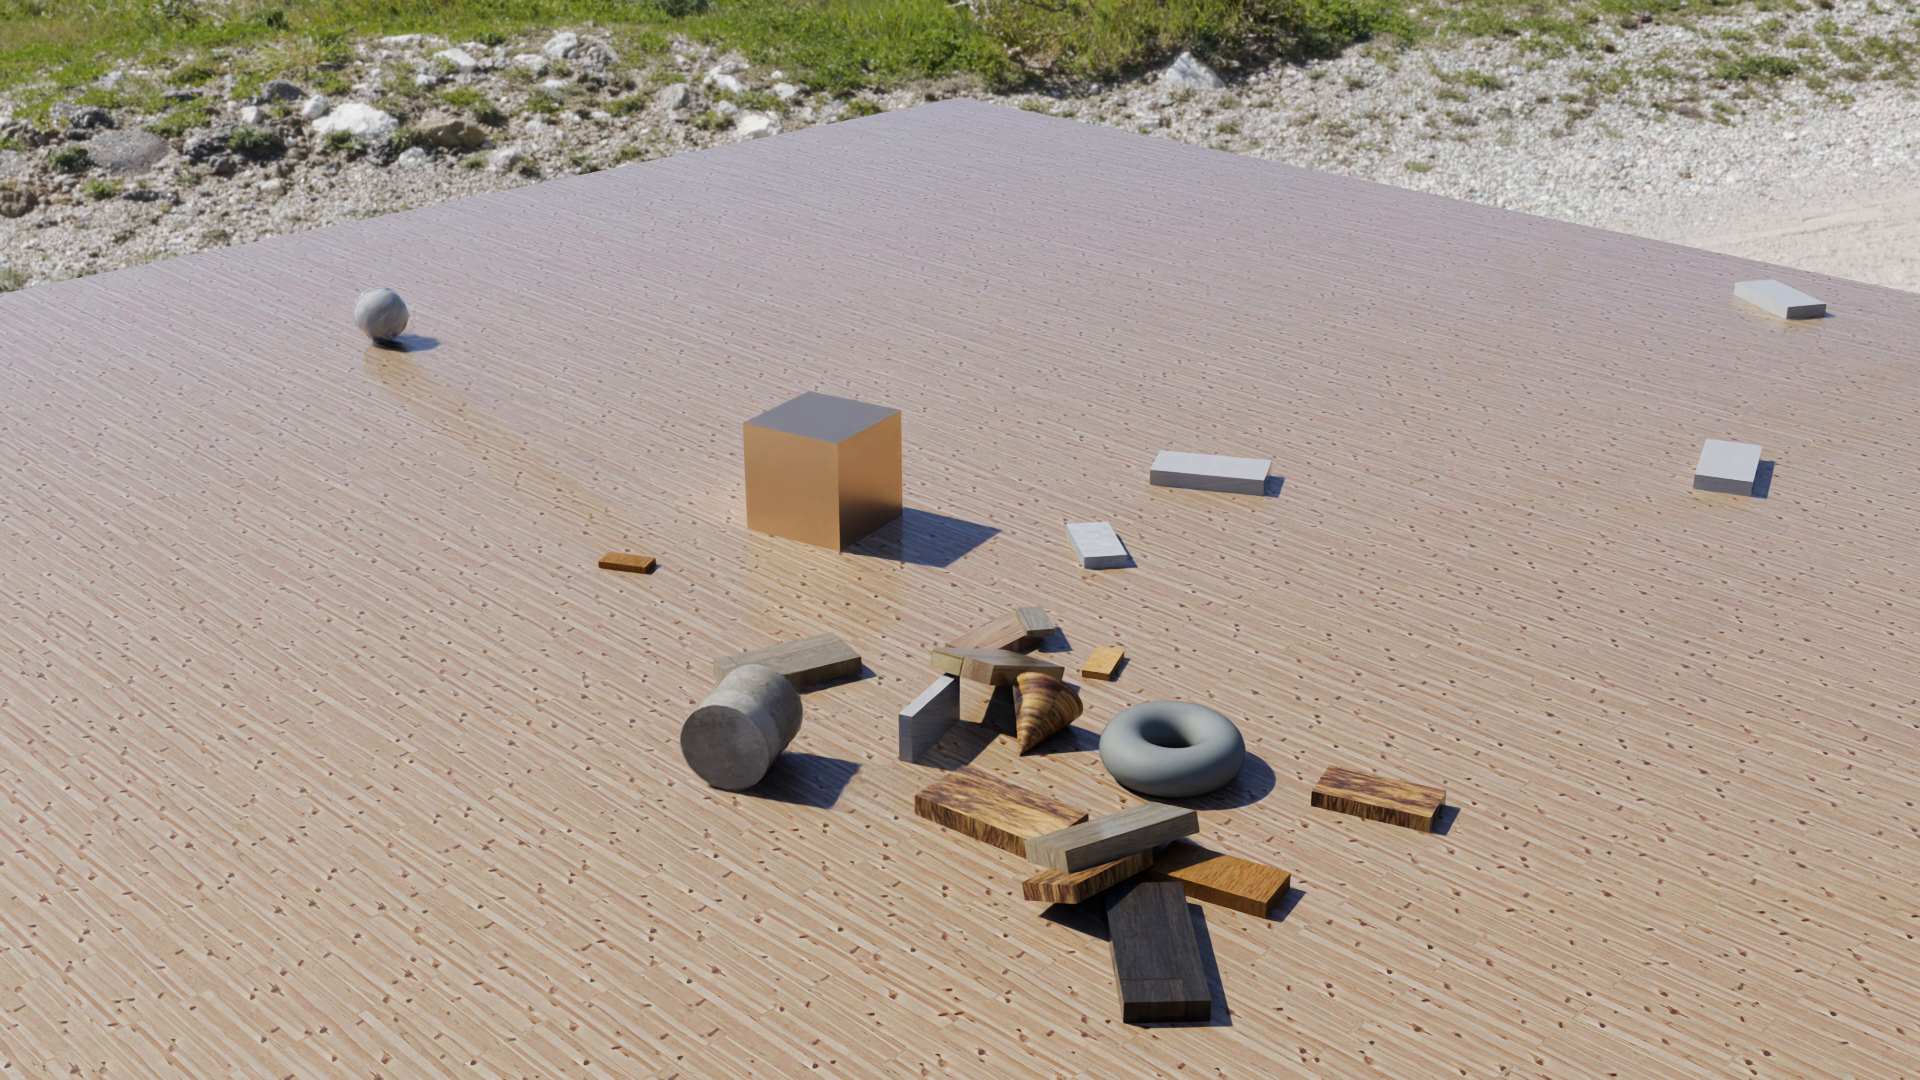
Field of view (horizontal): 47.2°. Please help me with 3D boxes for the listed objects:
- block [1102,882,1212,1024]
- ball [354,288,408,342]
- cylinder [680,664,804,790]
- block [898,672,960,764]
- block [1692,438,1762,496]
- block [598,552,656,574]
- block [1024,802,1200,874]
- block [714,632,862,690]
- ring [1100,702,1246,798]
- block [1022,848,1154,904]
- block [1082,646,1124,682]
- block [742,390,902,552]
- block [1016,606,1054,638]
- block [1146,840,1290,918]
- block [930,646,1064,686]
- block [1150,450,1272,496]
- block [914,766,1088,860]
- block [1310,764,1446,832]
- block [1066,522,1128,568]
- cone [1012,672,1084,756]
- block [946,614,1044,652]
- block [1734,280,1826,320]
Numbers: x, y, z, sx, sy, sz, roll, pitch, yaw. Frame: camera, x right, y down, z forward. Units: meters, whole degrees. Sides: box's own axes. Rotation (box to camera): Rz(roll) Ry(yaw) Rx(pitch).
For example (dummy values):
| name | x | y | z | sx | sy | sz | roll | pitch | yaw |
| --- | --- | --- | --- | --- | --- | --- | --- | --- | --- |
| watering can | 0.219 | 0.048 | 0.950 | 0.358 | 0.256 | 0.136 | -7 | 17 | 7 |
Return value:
| name | x | y | z | sx | sy | sz | roll | pitch | yaw |
| --- | --- | --- | --- | --- | --- | --- | --- | --- | --- |
| block | 0.349 | 0.738 | 3.966 | 0.151 | 0.043 | 0.384 | -1 | 23 | -2 |
| ball | -1.918 | -0.746 | 7.296 | 0.173 | 0.173 | 0.173 | 0 | 23 | 0 |
| cylinder | -0.453 | 0.390 | 4.592 | 0.195 | 0.195 | 0.195 | 7 | 24 | 16 |
| block | -0.065 | 0.380 | 4.723 | 0.032 | 0.112 | 0.223 | 11 | 25 | 24 |
| block | 2.162 | -0.205 | 6.189 | 0.154 | 0.044 | 0.308 | 9 | 25 | 21 |
| block | -0.848 | 0.058 | 5.601 | 0.130 | 0.018 | 0.065 | 7 | 24 | 16 |
| block | 0.293 | 0.572 | 4.241 | 0.302 | 0.043 | 0.151 | -13 | 7 | -28 |
| block | -0.394 | 0.289 | 5.025 | 0.302 | 0.043 | 0.151 | -13 | 26 | -27 |
| ring | 0.444 | 0.436 | 4.605 | 0.306 | 0.102 | 0.306 | 0 | 24 | 0 |
| block | 0.243 | 0.629 | 4.150 | 0.123 | 0.035 | 0.246 | -4 | 8 | 42 |
| block | 0.330 | 0.285 | 5.066 | 0.065 | 0.018 | 0.130 | 8 | 24 | 18 |
| block | -0.360 | -0.186 | 5.819 | 0.298 | 0.298 | 0.298 | 13 | 26 | 29 |
| block | 0.176 | 0.193 | 5.202 | 0.065 | 0.018 | 0.130 | -4 | 23 | -10 |
| block | 0.492 | 0.645 | 4.195 | 0.246 | 0.035 | 0.123 | 13 | 26 | 27 |
| block | 0.085 | 0.282 | 4.885 | 0.158 | 0.045 | 0.317 | 15 | 4 | 31 |
| block | 0.701 | -0.189 | 6.148 | 0.317 | 0.045 | 0.158 | 6 | 24 | 14 |
| block | 0.082 | 0.549 | 4.410 | 0.317 | 0.045 | 0.158 | 17 | 28 | 35 |
| block | 0.852 | 0.526 | 4.477 | 0.246 | 0.035 | 0.123 | 11 | 25 | 24 |
| block | 0.353 | 0.012 | 5.692 | 0.112 | 0.032 | 0.223 | -4 | 23 | -8 |
| cone | 0.158 | 0.401 | 4.721 | 0.166 | 0.166 | 0.166 | 11 | 52 | 24 |
| block | 0.082 | 0.236 | 5.164 | 0.112 | 0.032 | 0.223 | 19 | 30 | 38 |
| block | 2.867 | -0.844 | 7.693 | 0.154 | 0.044 | 0.308 | -6 | 24 | -14 |
